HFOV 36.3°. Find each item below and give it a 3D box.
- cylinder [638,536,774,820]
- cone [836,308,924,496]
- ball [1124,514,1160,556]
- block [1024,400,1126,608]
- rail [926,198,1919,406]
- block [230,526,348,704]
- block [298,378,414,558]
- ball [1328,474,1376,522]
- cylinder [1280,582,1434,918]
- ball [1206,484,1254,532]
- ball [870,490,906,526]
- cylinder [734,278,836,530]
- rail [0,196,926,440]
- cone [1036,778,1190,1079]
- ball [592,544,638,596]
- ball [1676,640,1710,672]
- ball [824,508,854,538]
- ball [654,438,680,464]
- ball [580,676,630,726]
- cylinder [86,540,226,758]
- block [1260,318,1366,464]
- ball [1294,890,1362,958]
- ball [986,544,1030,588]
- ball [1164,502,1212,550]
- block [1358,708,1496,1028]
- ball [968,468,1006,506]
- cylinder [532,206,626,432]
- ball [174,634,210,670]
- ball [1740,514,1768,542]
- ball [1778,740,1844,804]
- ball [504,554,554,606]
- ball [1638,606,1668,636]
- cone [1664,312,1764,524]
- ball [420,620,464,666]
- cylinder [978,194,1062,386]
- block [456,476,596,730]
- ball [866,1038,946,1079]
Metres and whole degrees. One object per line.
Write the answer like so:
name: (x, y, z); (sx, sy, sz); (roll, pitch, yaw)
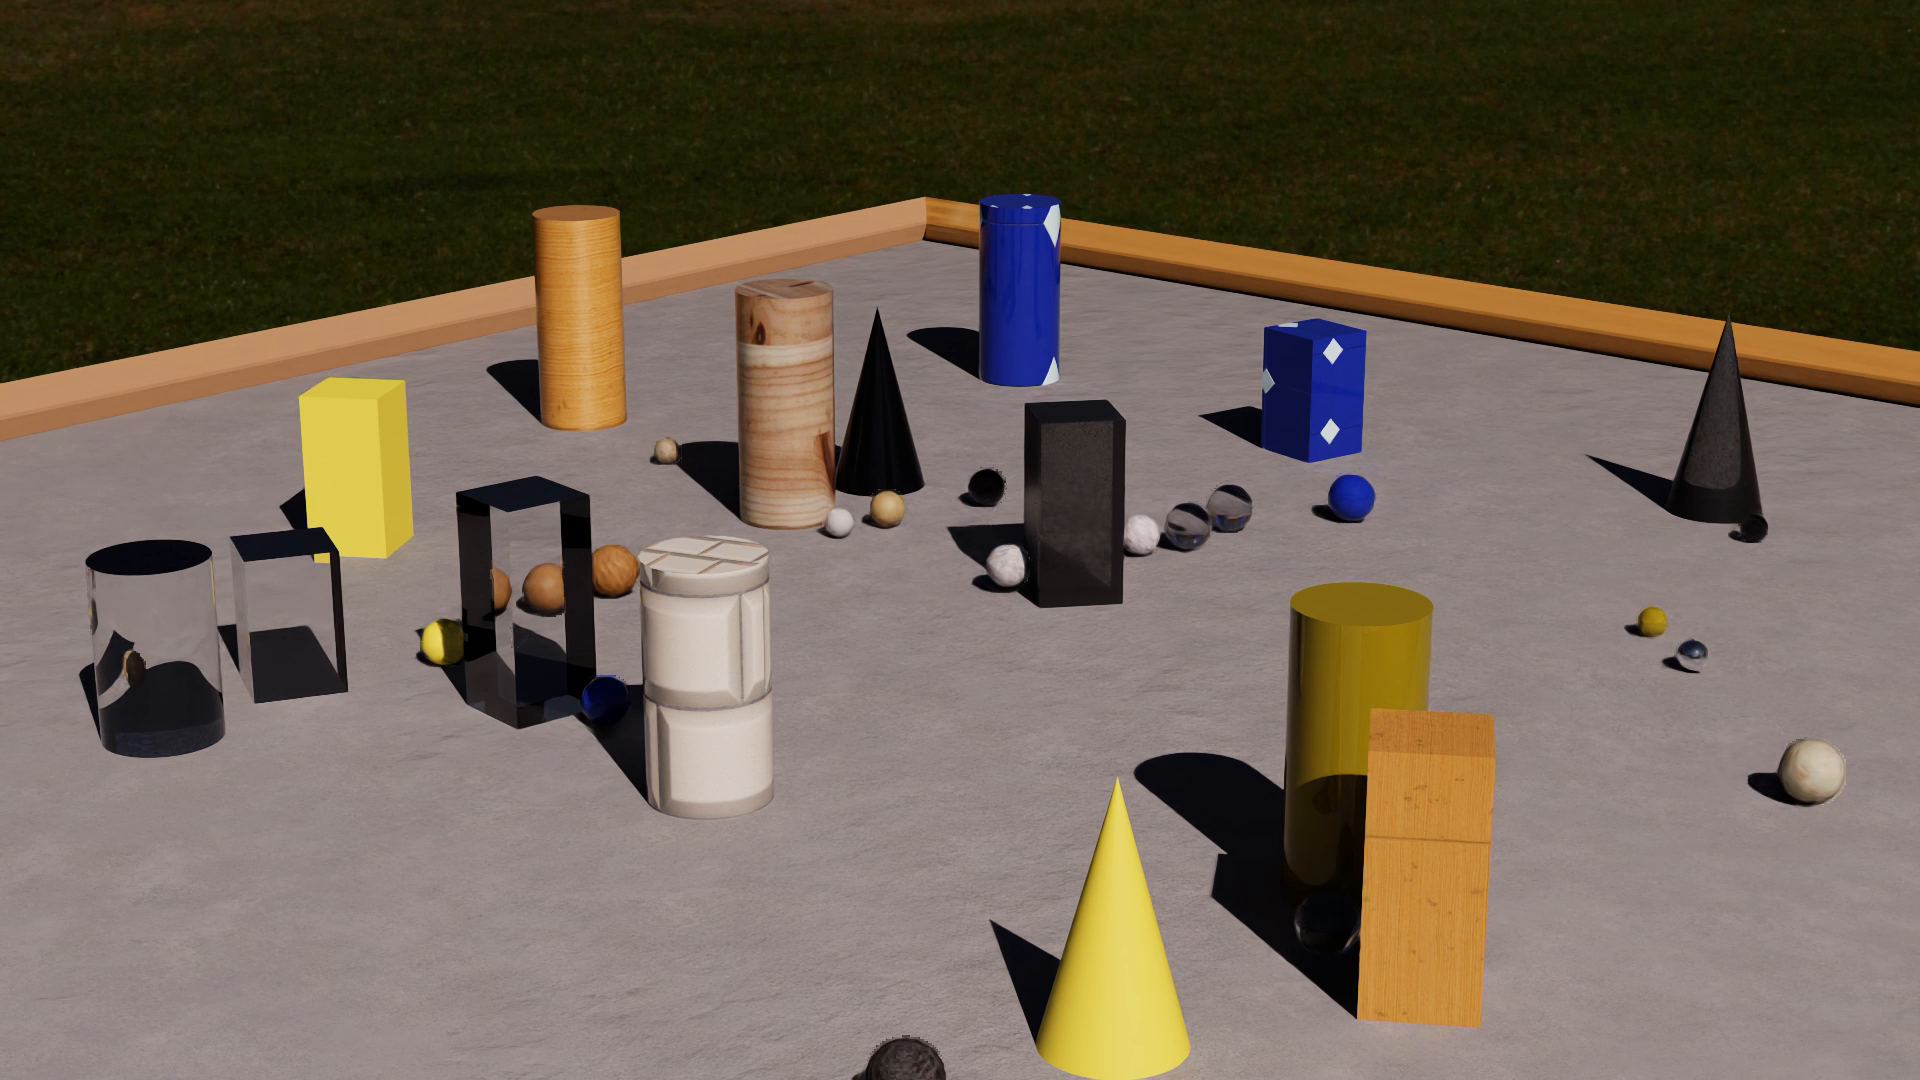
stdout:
cylinder: (-0.359, 0.194, 4.161); (0.183, 0.363, 0.183); (0, 17, 0)
cone: (-0.160, -0.282, 5.741); (0.183, 0.358, 0.183); (0, 17, 0)
ball: (0.327, -0.009, 5.330); (0.074, 0.074, 0.074); (0, 17, 0)
block: (0.197, -0.064, 5.073); (0.146, 0.327, 0.146); (-3, 17, -9)
rail: (1.531, -0.481, 6.809); (4.352, 0.119, 0.045); (14, 22, 39)
block: (-1.062, 0.117, 4.639); (0.146, 0.232, 0.146); (-7, 18, -21)
block: (-1.101, -0.133, 5.355); (0.146, 0.296, 0.146); (3, 17, 9)
ball: (0.739, -0.079, 5.535); (0.090, 0.090, 0.090); (0, 17, 0)
cylinder: (0.516, 0.275, 3.827); (0.183, 0.403, 0.183); (0, 17, 0)
ball: (0.504, -0.060, 5.476); (0.087, 0.087, 0.087); (0, 17, 0)
ball: (-0.136, -0.059, 5.504); (0.068, 0.068, 0.068); (0, 17, 0)
cylinder: (-0.327, -0.256, 5.512); (0.183, 0.441, 0.183); (0, 17, 0)
rail: (-1.625, -0.379, 6.472); (0.045, 0.119, 4.717); (14, 22, 39)
cone: (0.181, 0.433, 3.413); (0.183, 0.339, 0.183); (0, 17, 0)
ball: (-0.604, 0.053, 5.095); (0.091, 0.091, 0.091); (0, 17, 0)
ball: (1.181, 0.186, 4.726); (0.051, 0.051, 0.051); (0, 17, 0)
ball: (-0.224, -0.032, 5.440); (0.055, 0.055, 0.055); (0, 17, 0)
ball: (-0.593, -0.180, 5.929); (0.054, 0.054, 0.054); (0, 17, 0)
ball: (-0.543, 0.246, 4.487); (0.075, 0.075, 0.075); (0, 17, 0)
cylinder: (-1.207, 0.162, 4.404); (0.183, 0.284, 0.183); (0, 17, 0)
block: (0.723, -0.307, 6.002); (0.146, 0.255, 0.146); (-12, 20, -34)
ball: (0.462, 0.483, 3.687); (0.085, 0.085, 0.085); (0, 17, 0)
ball: (0.083, 0.044, 5.109); (0.076, 0.076, 0.076); (0, 17, 0)
ball: (0.417, -0.025, 5.360); (0.087, 0.087, 0.087); (0, 17, 0)
block: (0.561, 0.394, 3.533); (0.146, 0.345, 0.146); (3, 17, 8)
ball: (0.051, -0.101, 5.637); (0.072, 0.072, 0.072); (0, 17, 0)
cylinder: (-0.804, -0.470, 6.206); (0.183, 0.449, 0.183); (0, 17, 0)
ball: (-1.239, 0.181, 4.731); (0.058, 0.058, 0.058); (0, 17, 0)
ball: (1.466, -0.022, 5.411); (0.051, 0.051, 0.051); (0, 17, 0)
ball: (1.214, 0.330, 4.180); (0.091, 0.091, 0.091); (0, 17, 0)
ball: (-0.742, 0.069, 5.047); (0.088, 0.088, 0.088); (0, 17, 0)
ball: (1.156, 0.136, 4.892); (0.050, 0.050, 0.050); (0, 17, 0)
cone: (1.444, -0.243, 5.560); (0.183, 0.389, 0.183); (0, 17, 0)
ball: (-0.835, 0.166, 4.750); (0.075, 0.075, 0.075); (0, 17, 0)
cylinder: (0.134, -0.561, 6.587); (0.183, 0.403, 0.183); (0, 17, 0)
block: (-0.667, 0.094, 4.520); (0.146, 0.345, 0.146); (-14, 22, -39)
ball: (-0.061, 0.603, 3.281); (0.091, 0.091, 0.091); (0, 17, 0)
